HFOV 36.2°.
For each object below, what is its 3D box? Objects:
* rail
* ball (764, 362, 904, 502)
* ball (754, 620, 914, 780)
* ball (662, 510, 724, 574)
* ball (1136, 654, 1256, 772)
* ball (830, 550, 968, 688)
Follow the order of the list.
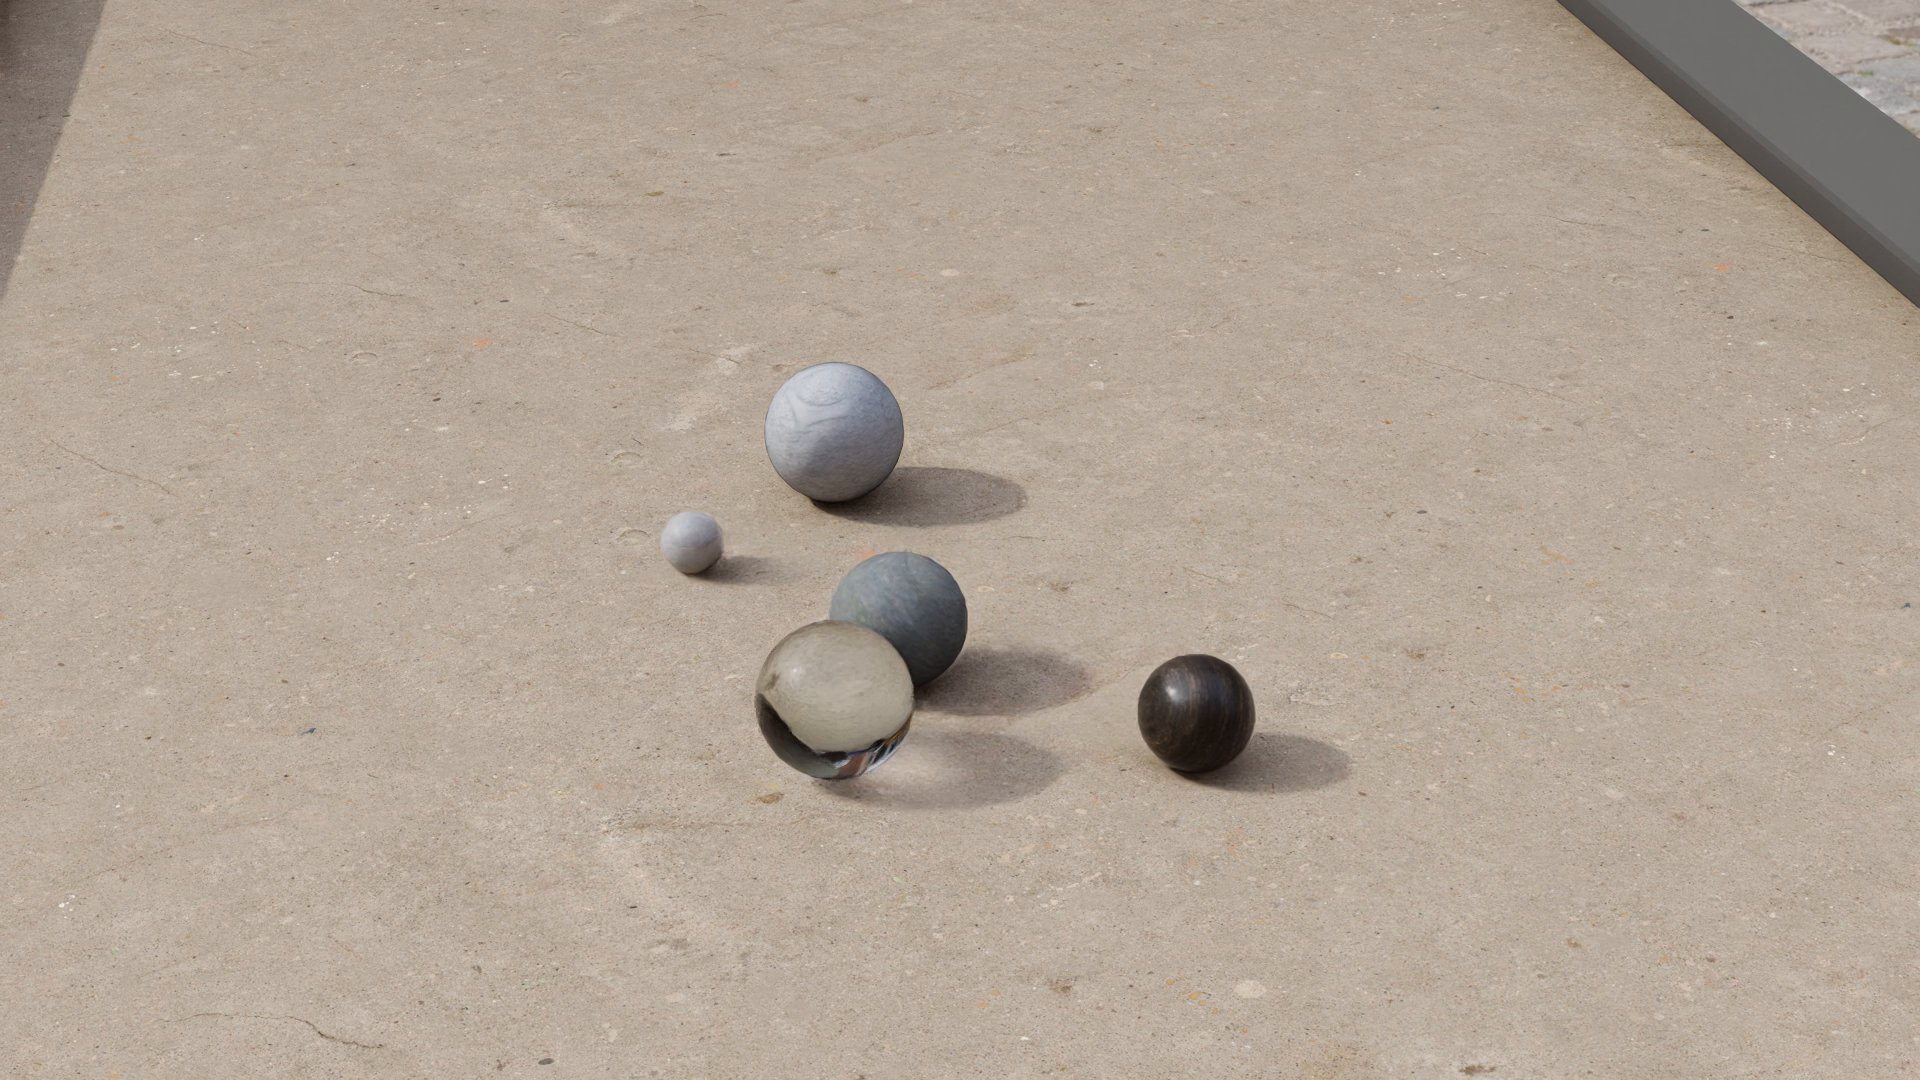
[{"bbox_3d":[0.670,-0.426,2.659,0.045,0.124,3.110,-4,27,-8],"label":"rail"},{"bbox_3d":[-0.085,-0.073,1.998,0.095,0.095,0.095,0,27,0],"label":"ball"},{"bbox_3d":[-0.072,0.091,1.678,0.092,0.092,0.092,0,27,0],"label":"ball"},{"bbox_3d":[-0.173,0.001,1.911,0.041,0.041,0.041,0,27,0],"label":"ball"},{"bbox_3d":[0.136,0.099,1.688,0.068,0.068,0.068,0,27,0],"label":"ball"},{"bbox_3d":[-0.037,0.048,1.771,0.084,0.084,0.084,0,27,0],"label":"ball"}]
